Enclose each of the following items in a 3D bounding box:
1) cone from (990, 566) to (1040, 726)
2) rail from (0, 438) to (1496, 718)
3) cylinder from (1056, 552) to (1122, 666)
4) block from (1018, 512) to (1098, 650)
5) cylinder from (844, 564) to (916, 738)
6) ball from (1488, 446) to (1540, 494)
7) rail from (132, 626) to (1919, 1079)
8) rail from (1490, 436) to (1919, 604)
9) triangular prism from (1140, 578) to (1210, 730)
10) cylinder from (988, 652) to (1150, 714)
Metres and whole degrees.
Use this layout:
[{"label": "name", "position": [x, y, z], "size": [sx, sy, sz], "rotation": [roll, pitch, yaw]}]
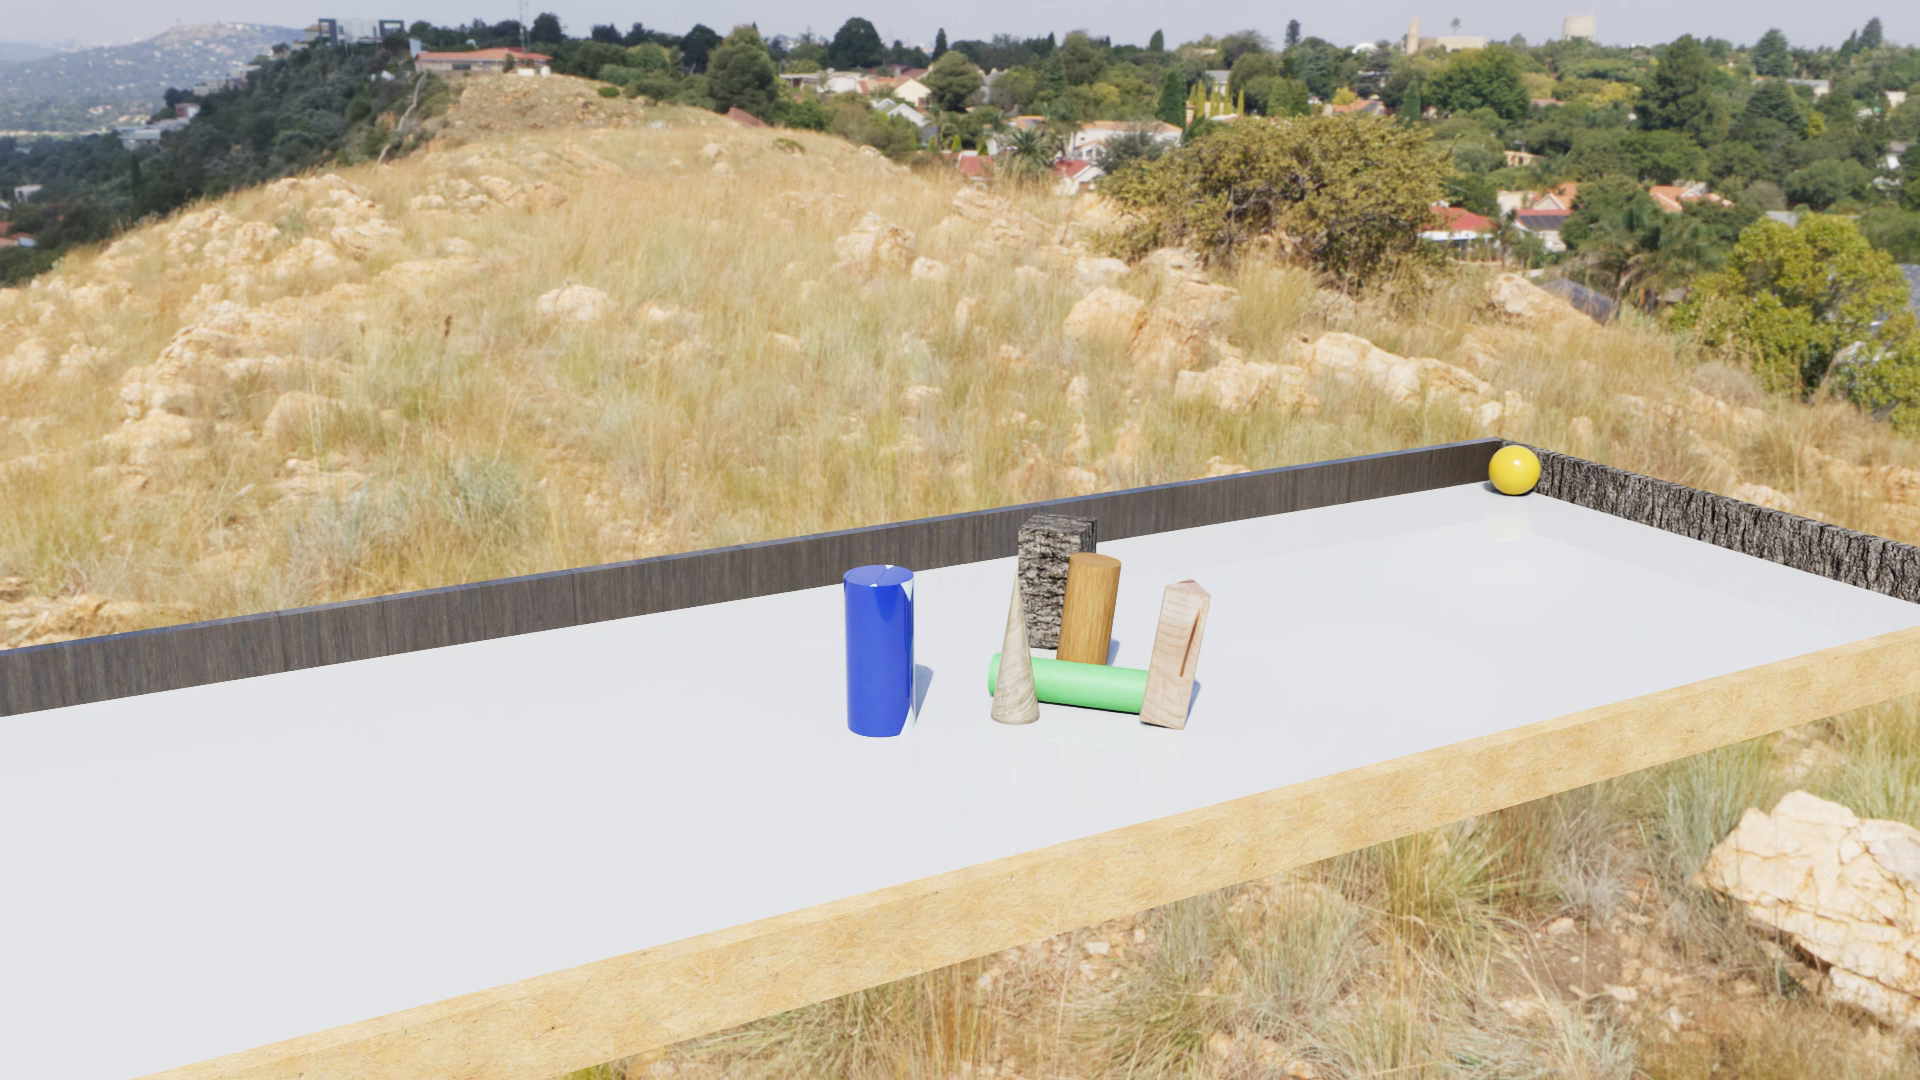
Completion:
[{"label": "cone", "position": [0.132, 0.239, 3.876], "size": [0.119, 0.375, 0.119], "rotation": [0, 16, 0]}, {"label": "rail", "position": [-3.305, 0.497, 3.399], "size": [12.000, 0.150, 0.050], "rotation": [-9, 18, -27]}, {"label": "cylinder", "position": [0.315, 0.201, 4.086], "size": [0.128, 0.317, 0.128], "rotation": [6, 15, -2]}, {"label": "block", "position": [0.259, 0.112, 4.396], "size": [0.166, 0.326, 0.166], "rotation": [6, 17, 19]}, {"label": "cylinder", "position": [-0.186, 0.257, 3.829], "size": [0.162, 0.367, 0.162], "rotation": [0, 16, 0]}, {"label": "ball", "position": [1.979, -0.250, 5.890], "size": [0.177, 0.177, 0.177], "rotation": [0, 16, 0]}, {"label": "rail", "position": [-2.336, 1.006, 1.665], "size": [12.000, 0.150, 0.050], "rotation": [-9, 18, -27]}, {"label": "rail", "position": [2.466, -0.048, 5.253], "size": [0.050, 0.150, 2.100], "rotation": [-9, 18, -27]}, {"label": "triangular prism", "position": [0.505, 0.261, 3.844], "size": [0.104, 0.338, 0.090], "rotation": [12, 19, 10]}, {"label": "cylinder", "position": [0.268, 0.346, 3.992], "size": [0.389, 0.104, 0.104], "rotation": [6, 17, 18]}]
